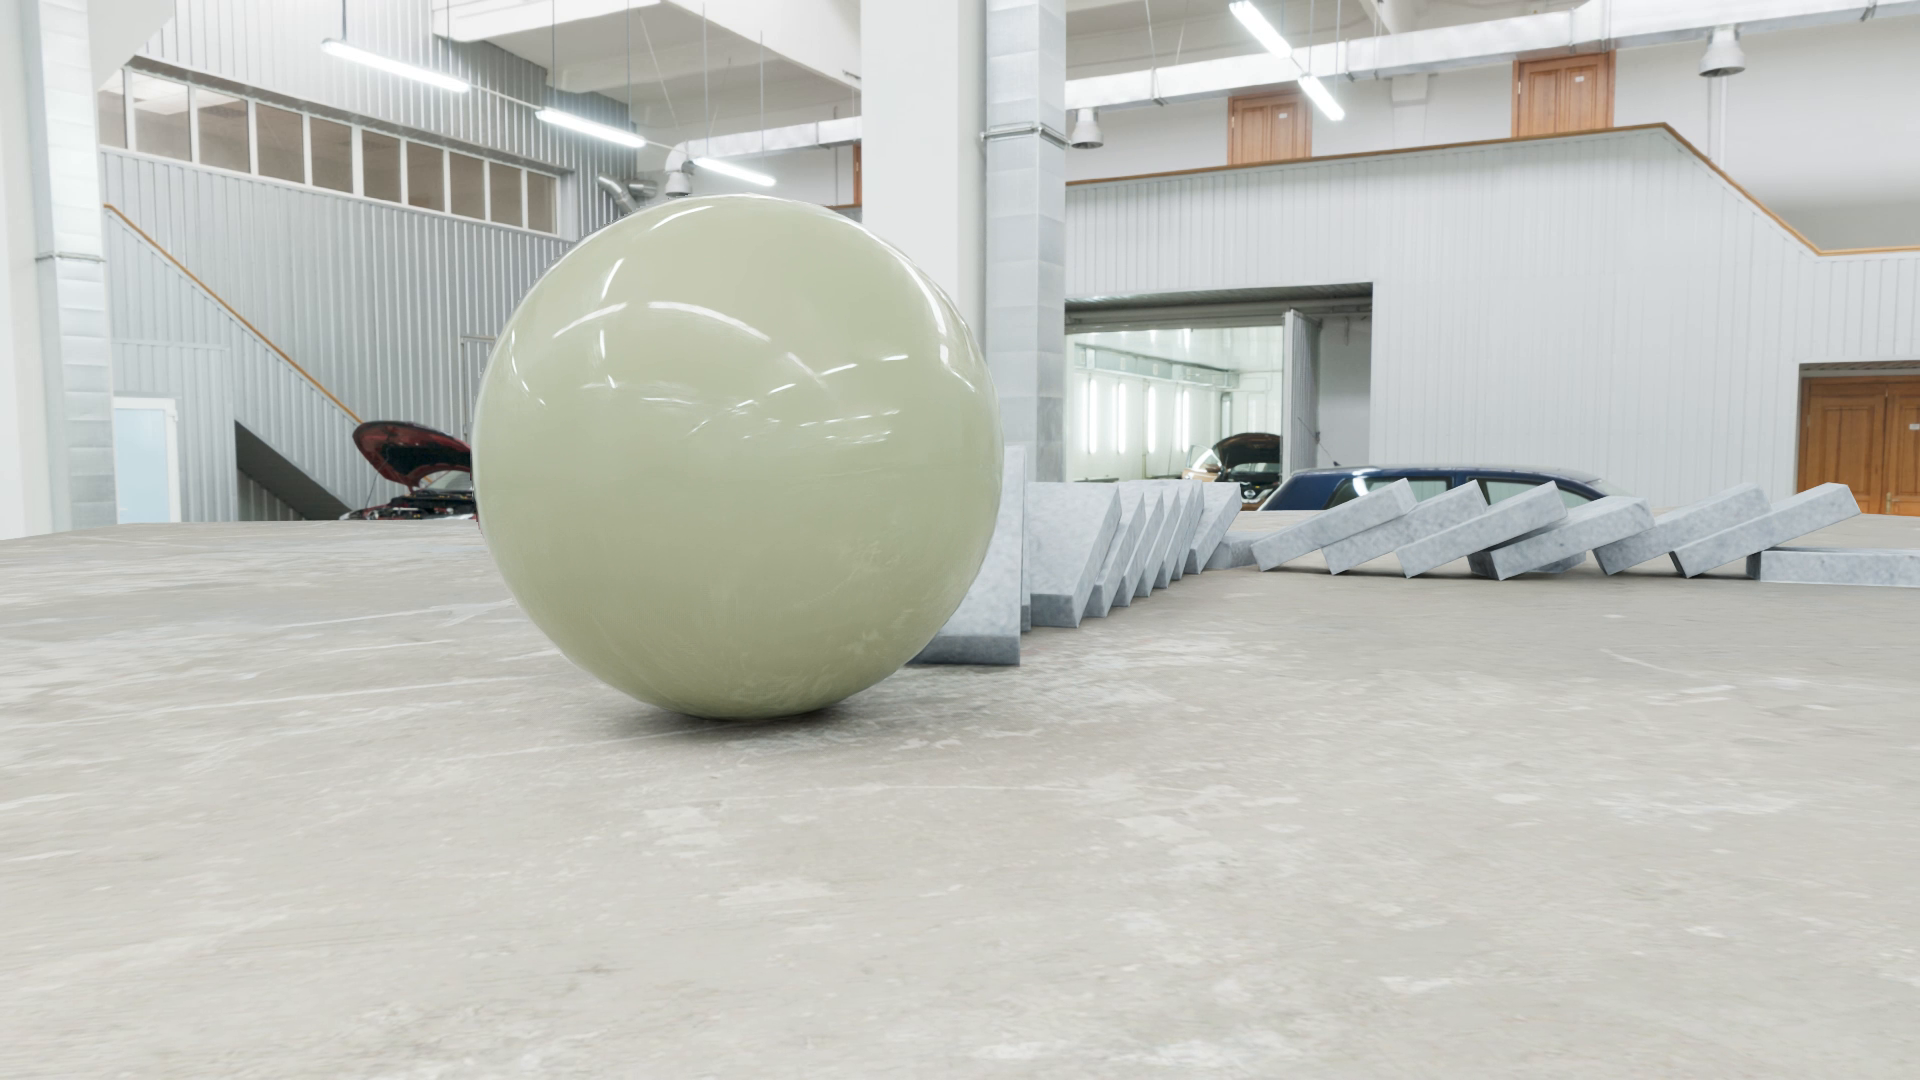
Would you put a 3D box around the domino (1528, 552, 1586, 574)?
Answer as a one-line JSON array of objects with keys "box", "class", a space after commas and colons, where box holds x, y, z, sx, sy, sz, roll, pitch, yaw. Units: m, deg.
[{"box": [0.202, 0.004, 0.449, 0.025, 0.009, 0.050, 3, 5, 34], "class": "domino"}]

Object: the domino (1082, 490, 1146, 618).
[{"box": [0.031, 0.003, 0.336, 0.025, 0.009, 0.050, 2, 29, 20], "class": "domino"}]

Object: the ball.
[{"box": [-0.033, -0.012, 0.198, 0.080, 0.080, 0.080, 0, 4, 0], "class": "ball"}]

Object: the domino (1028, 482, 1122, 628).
[{"box": [0.022, 0.003, 0.318, 0.025, 0.009, 0.050, 2, 33, 20], "class": "domino"}]

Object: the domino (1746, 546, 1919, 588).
[{"box": [0.275, 0.008, 0.398, 0.050, 0.010, 0.025, 2, 5, 22], "class": "domino"}]

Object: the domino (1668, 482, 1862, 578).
[{"box": [0.253, -0.003, 0.407, 0.050, 0.009, 0.025, -26, -6, 22], "class": "domino"}]

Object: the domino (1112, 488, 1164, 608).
[{"box": [0.040, 0.001, 0.357, 0.025, 0.009, 0.050, 2, 29, 20], "class": "domino"}]

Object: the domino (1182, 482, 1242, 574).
[{"box": [0.077, -0.005, 0.441, 0.025, 0.010, 0.050, 2, 29, 29], "class": "domino"}]

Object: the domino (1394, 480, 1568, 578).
[{"box": [0.165, -0.003, 0.407, 0.050, 0.010, 0.025, -25, -3, 25], "class": "domino"}]

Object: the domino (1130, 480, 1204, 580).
[{"box": [0.064, -0.004, 0.422, 0.025, 0.009, 0.050, 0, 30, 20], "class": "domino"}]

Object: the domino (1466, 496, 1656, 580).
[{"box": [0.191, -0.001, 0.410, 0.050, 0.009, 0.025, -19, 3, 4], "class": "domino"}]

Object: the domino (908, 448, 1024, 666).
[{"box": [0.000, 0.002, 0.260, 0.025, 0.010, 0.050, 0, 48, 4], "class": "domino"}]

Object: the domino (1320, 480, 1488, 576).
[{"box": [0.144, -0.004, 0.417, 0.050, 0.009, 0.025, -25, -3, 25], "class": "domino"}]

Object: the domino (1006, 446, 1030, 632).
[{"box": [0.004, -0.001, 0.301, 0.025, 0.009, 0.050, -1, 48, 3], "class": "domino"}]

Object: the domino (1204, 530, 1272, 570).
[{"box": [0.096, 0.003, 0.462, 0.025, 0.010, 0.050, 3, 5, 37], "class": "domino"}]

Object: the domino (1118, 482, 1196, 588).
[{"box": [0.056, -0.002, 0.400, 0.025, 0.010, 0.050, 2, 30, 20], "class": "domino"}]

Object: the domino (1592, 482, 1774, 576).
[{"box": [0.233, -0.004, 0.416, 0.050, 0.009, 0.025, -25, -6, 21], "class": "domino"}]

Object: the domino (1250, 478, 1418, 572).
[{"box": [0.124, -0.005, 0.425, 0.050, 0.010, 0.025, -25, -3, 30], "class": "domino"}]

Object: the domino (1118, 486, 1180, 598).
[{"box": [0.048, -0.001, 0.378, 0.025, 0.009, 0.050, 2, 29, 21], "class": "domino"}]
